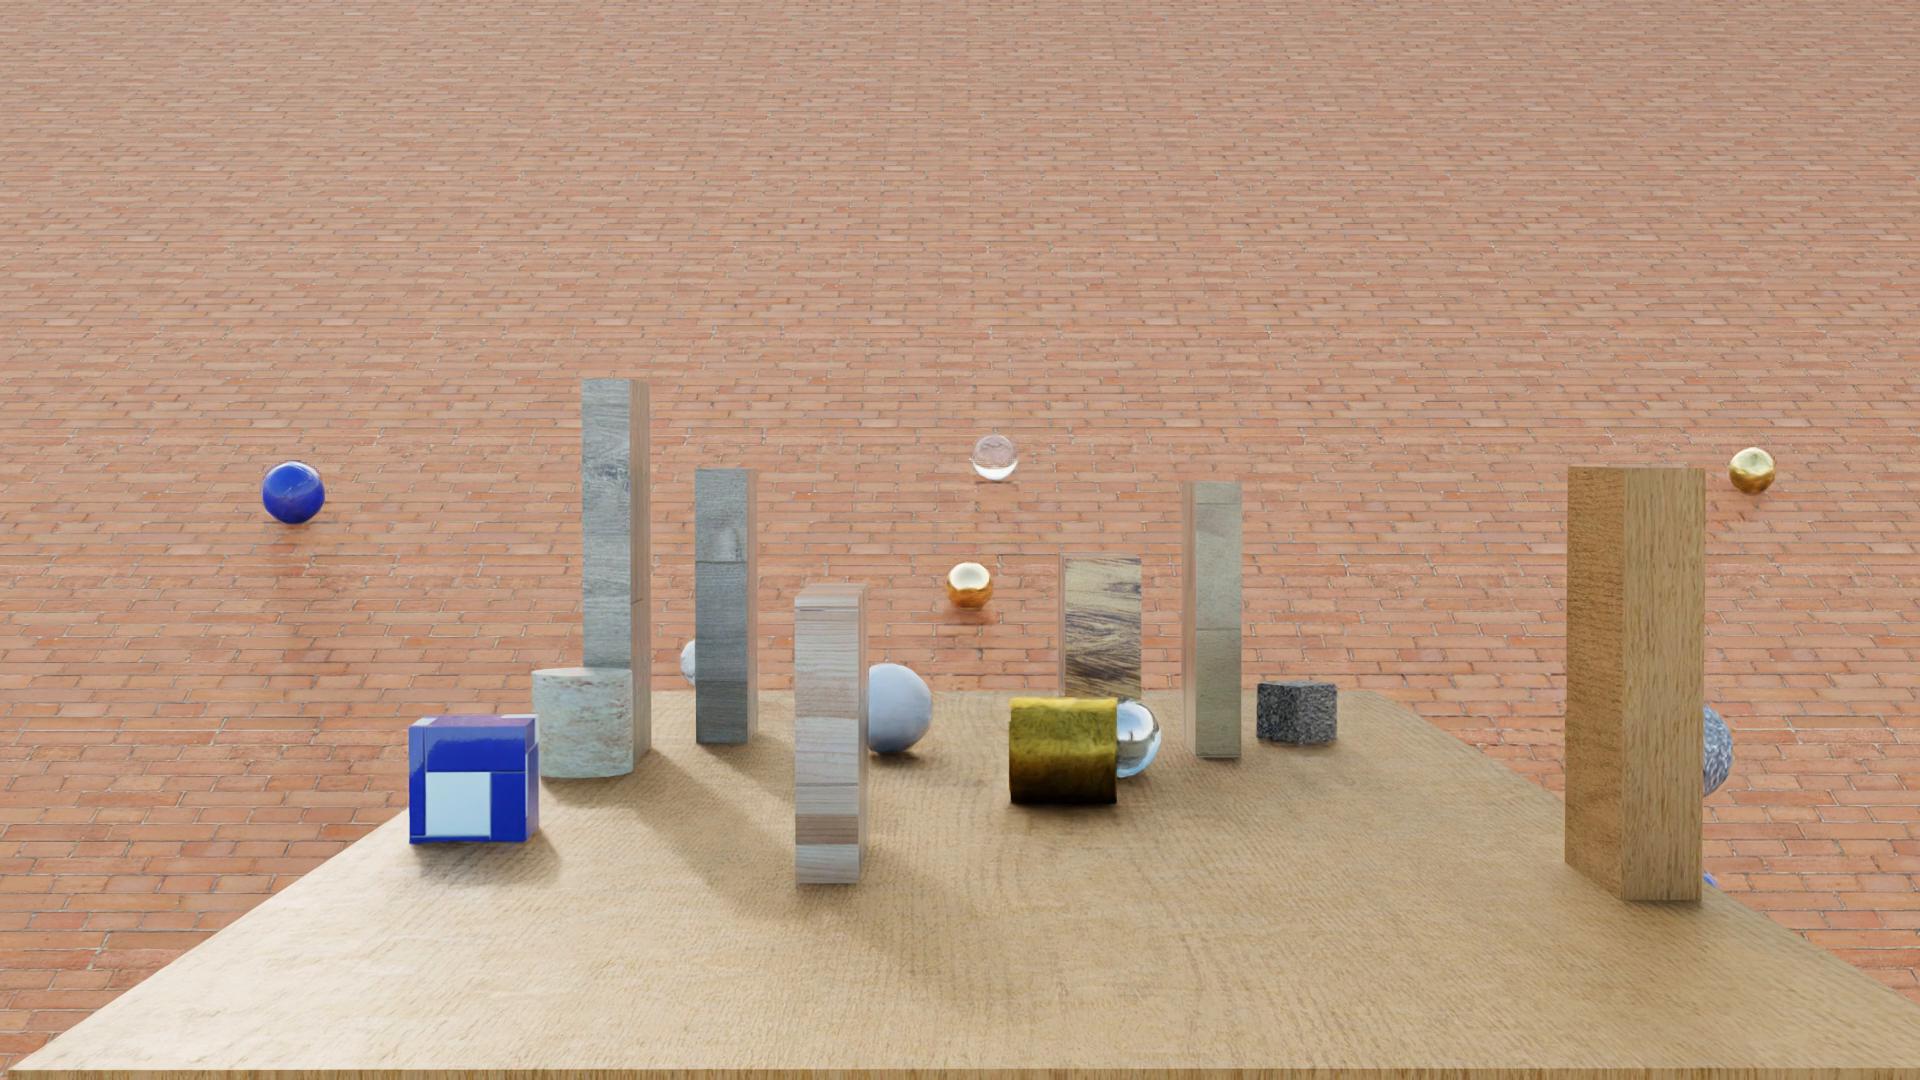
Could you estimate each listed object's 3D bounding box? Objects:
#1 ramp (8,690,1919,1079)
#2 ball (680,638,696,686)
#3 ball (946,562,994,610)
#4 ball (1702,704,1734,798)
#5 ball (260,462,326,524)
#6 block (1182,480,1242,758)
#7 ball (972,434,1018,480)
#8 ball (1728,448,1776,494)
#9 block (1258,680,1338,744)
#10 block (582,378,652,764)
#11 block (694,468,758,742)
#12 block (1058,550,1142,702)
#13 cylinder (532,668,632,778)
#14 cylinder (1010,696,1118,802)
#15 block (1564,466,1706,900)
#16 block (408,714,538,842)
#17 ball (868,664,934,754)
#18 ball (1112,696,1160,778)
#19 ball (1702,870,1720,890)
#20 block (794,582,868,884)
[{"bbox_3d":[0.056,0.503,4.548,2.000,0.100,4.000,0,2,0],"label":"ramp"},{"bbox_3d":[-0.653,0.316,6.651,0.138,0.138,0.138,0,24,0],"label":"ball"},{"bbox_3d":[0.026,0.128,7.173,0.134,0.134,0.134,0,24,0],"label":"ball"},{"bbox_3d":[1.441,0.422,5.161,0.209,0.209,0.209,0,24,0],"label":"ball"},{"bbox_3d":[-1.995,-0.141,7.707,0.186,0.186,0.186,0,24,0],"label":"ball"},{"bbox_3d":[0.514,0.154,5.283,0.091,0.546,0.327,0,2,0],"label":"block"},{"bbox_3d":[0.108,-0.258,8.020,0.143,0.143,0.143,0,24,0],"label":"ball"},{"bbox_3d":[2.435,-0.212,7.919,0.141,0.141,0.141,0,24,0],"label":"ball"},{"bbox_3d":[0.713,0.362,5.446,0.118,0.118,0.118,-2,2,-38],"label":"block"},{"bbox_3d":[-0.685,0.057,5.159,0.093,0.750,0.332,0,2,0],"label":"block"},{"bbox_3d":[-0.499,0.133,5.520,0.108,0.573,0.282,0,2,0],"label":"block"},{"bbox_3d":[0.272,0.231,5.078,0.144,0.406,0.373,0,2,0],"label":"block"},{"bbox_3d":[-0.719,0.346,4.907,0.190,0.190,0.190,0,2,0],"label":"cylinder"},{"bbox_3d":[0.181,0.365,4.476,0.182,0.182,0.182,0,24,4],"label":"cylinder"},{"bbox_3d":[0.953,0.190,3.653,0.110,0.587,0.323,0,2,0],"label":"block"},{"bbox_3d":[-0.774,0.378,4.112,0.181,0.181,0.181,0,2,-3],"label":"block"},{"bbox_3d":[-0.145,0.340,5.195,0.182,0.182,0.182,0,24,0],"label":"ball"},{"bbox_3d":[0.300,0.368,4.821,0.151,0.151,0.151,0,24,0],"label":"ball"},{"bbox_3d":[1.599,0.793,5.673,0.155,0.155,0.155,0,24,0],"label":"ball"},{"bbox_3d":[-0.188,0.276,3.839,0.089,0.404,0.409,0,2,0],"label":"block"}]
